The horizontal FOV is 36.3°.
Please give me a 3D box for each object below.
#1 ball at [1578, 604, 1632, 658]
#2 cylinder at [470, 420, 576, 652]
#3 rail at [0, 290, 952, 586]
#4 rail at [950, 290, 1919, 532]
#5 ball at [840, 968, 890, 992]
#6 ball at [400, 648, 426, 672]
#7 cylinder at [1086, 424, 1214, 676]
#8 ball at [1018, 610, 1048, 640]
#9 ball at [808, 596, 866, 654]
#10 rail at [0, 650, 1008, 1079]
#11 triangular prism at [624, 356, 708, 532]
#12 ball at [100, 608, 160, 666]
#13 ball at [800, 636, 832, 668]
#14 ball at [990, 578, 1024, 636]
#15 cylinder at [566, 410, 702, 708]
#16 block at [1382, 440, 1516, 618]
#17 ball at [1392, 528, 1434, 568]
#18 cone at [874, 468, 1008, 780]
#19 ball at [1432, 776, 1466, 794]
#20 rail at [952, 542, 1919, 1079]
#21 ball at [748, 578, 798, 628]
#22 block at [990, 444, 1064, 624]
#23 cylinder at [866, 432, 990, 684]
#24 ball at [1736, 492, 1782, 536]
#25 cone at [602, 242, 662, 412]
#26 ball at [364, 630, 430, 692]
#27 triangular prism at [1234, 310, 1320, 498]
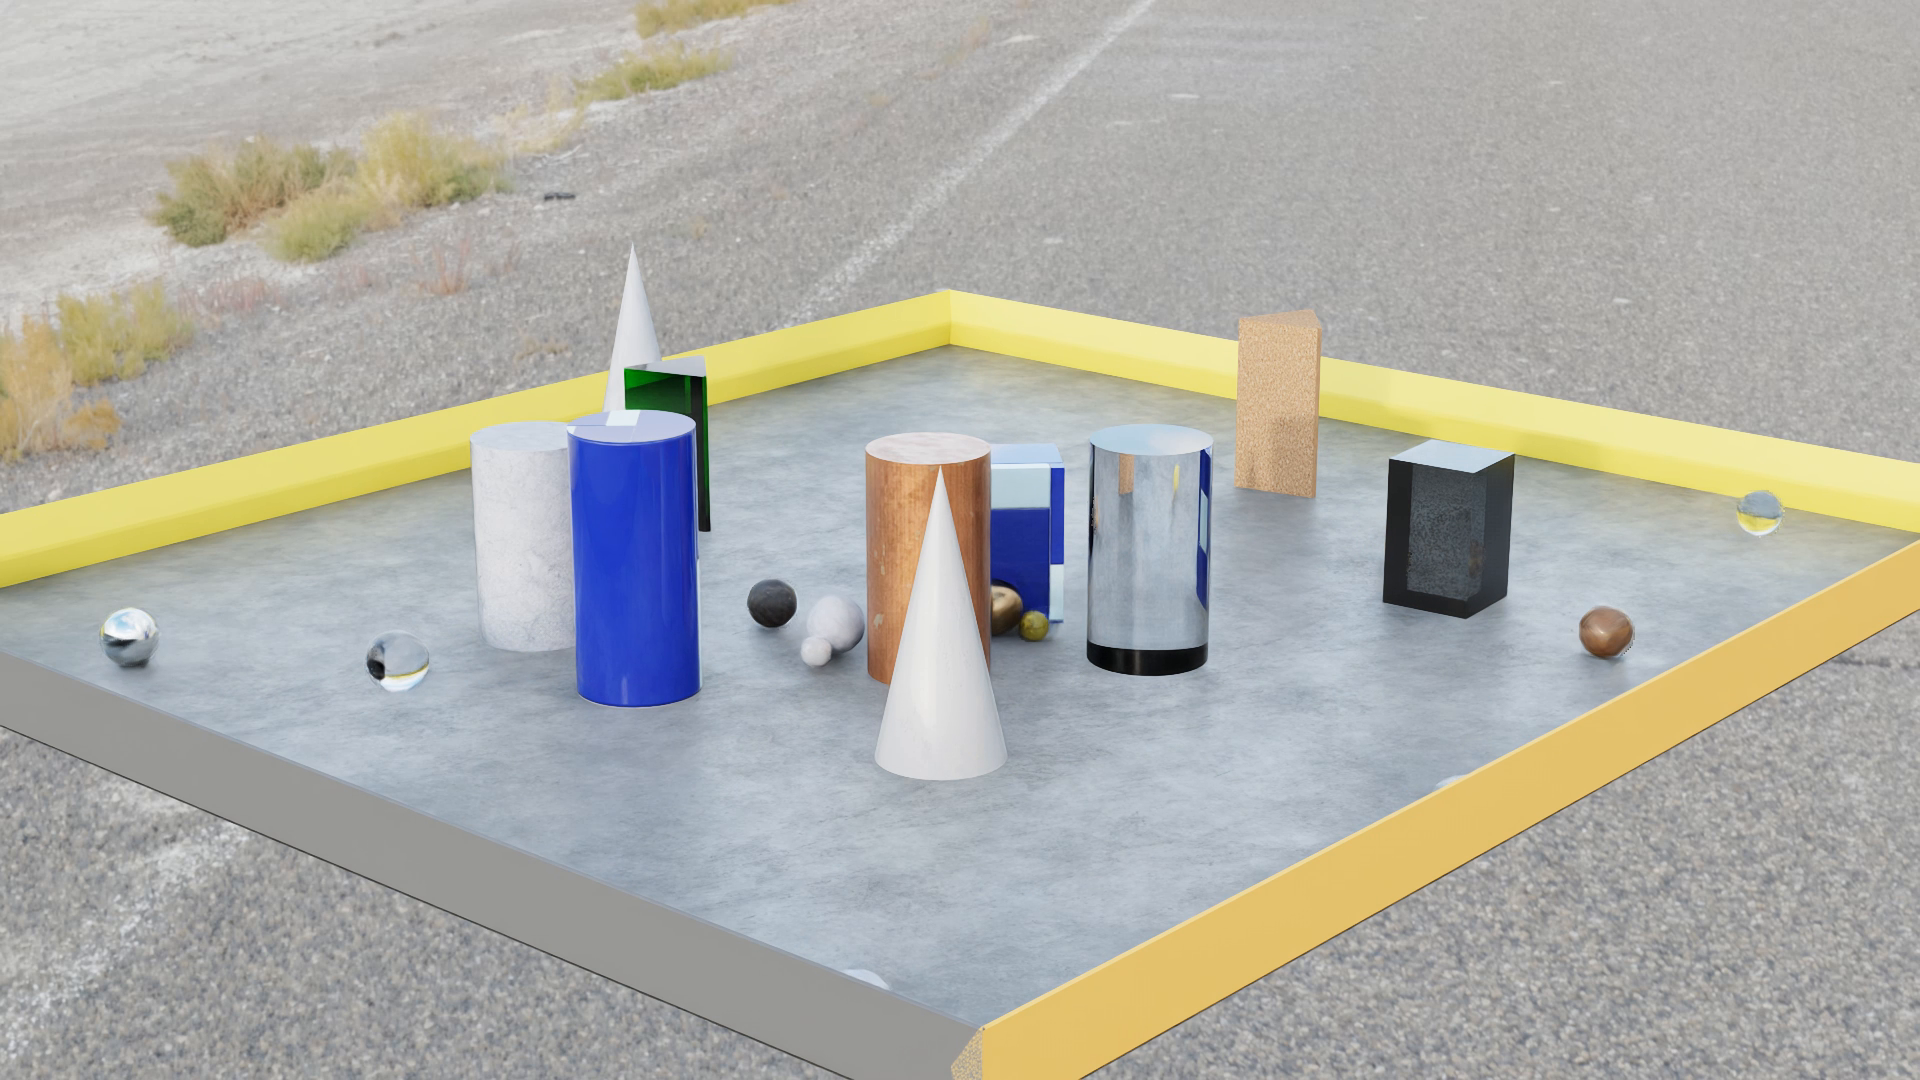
[{"bbox_3d":[1.059,0.149,4.809,0.087,0.087,0.087,0,17,0],"label":"ball"},{"bbox_3d":[-0.709,-0.008,4.890,0.200,0.342,0.200,0,17,0],"label":"cylinder"},{"bbox_3d":[-0.969,-0.210,5.925,0.045,0.130,2.935,14,22,39],"label":"rail"},{"bbox_3d":[0.946,-0.282,6.163,2.613,0.130,0.045,14,22,39],"label":"rail"},{"bbox_3d":[-0.122,0.551,3.475,0.086,0.086,0.086,0,17,0],"label":"ball"},{"bbox_3d":[-0.884,0.194,4.740,0.041,0.041,0.041,0,17,0],"label":"ball"},{"bbox_3d":[0.308,0.014,4.769,0.200,0.368,0.200,0,17,0],"label":"cylinder"},{"bbox_3d":[0.123,0.143,4.894,0.051,0.051,0.051,0,17,0],"label":"ball"},{"bbox_3d":[-0.203,0.139,4.829,0.096,0.096,0.096,0,17,0],"label":"ball"},{"bbox_3d":[-0.946,0.347,4.076,2.613,0.130,0.045,14,22,39],"label":"rail"},{"bbox_3d":[-0.522,-0.189,5.563,0.173,0.300,0.150,7,18,22],"label":"triangular prism"},{"bbox_3d":[-1.350,0.158,4.766,0.095,0.095,0.095,0,17,0],"label":"ball"},{"bbox_3d":[-0.234,0.181,4.766,0.051,0.051,0.051,0,17,0],"label":"ball"},{"bbox_3d":[0.058,0.112,4.918,0.096,0.096,0.096,0,17,0],"label":"ball"},{"bbox_3d":[-0.511,0.028,4.615,0.200,0.431,0.200,0,17,0],"label":"cylinder"},{"bbox_3d":[0.846,-0.021,5.076,0.160,0.259,0.160,12,20,34],"label":"block"},{"bbox_3d":[0.814,0.014,5.280,0.074,0.074,0.074,0,17,0],"label":"ball"},{"bbox_3d":[-0.028,0.107,4.319,0.200,0.451,0.200,0,17,0],"label":"cone"},{"bbox_3d":[0.696,0.368,4.100,0.077,0.077,0.077,0,17,0],"label":"ball"},{"bbox_3d":[0.969,0.275,4.314,0.045,0.130,2.935,14,22,39],"label":"rail"},{"bbox_3d":[-0.317,0.106,4.958,0.085,0.085,0.085,0,17,0],"label":"ball"},{"bbox_3d":[0.091,-0.012,5.020,0.160,0.274,0.160,-1,17,-4],"label":"block"},{"bbox_3d":[-0.051,0.032,4.707,0.200,0.372,0.200,0,17,0],"label":"cylinder"},{"bbox_3d":[1.494,-0.050,5.477,0.083,0.083,0.083,0,17,0],"label":"ball"},{"bbox_3d":[-0.643,-0.359,5.827,0.200,0.474,0.200,0,17,0],"label":"cone"},{"bbox_3d":[-0.892,0.192,4.646,0.100,0.100,0.100,0,17,0],"label":"ball"},{"bbox_3d":[0.656,-0.276,5.785,0.173,0.338,0.150,10,19,29],"label":"triangular prism"}]
